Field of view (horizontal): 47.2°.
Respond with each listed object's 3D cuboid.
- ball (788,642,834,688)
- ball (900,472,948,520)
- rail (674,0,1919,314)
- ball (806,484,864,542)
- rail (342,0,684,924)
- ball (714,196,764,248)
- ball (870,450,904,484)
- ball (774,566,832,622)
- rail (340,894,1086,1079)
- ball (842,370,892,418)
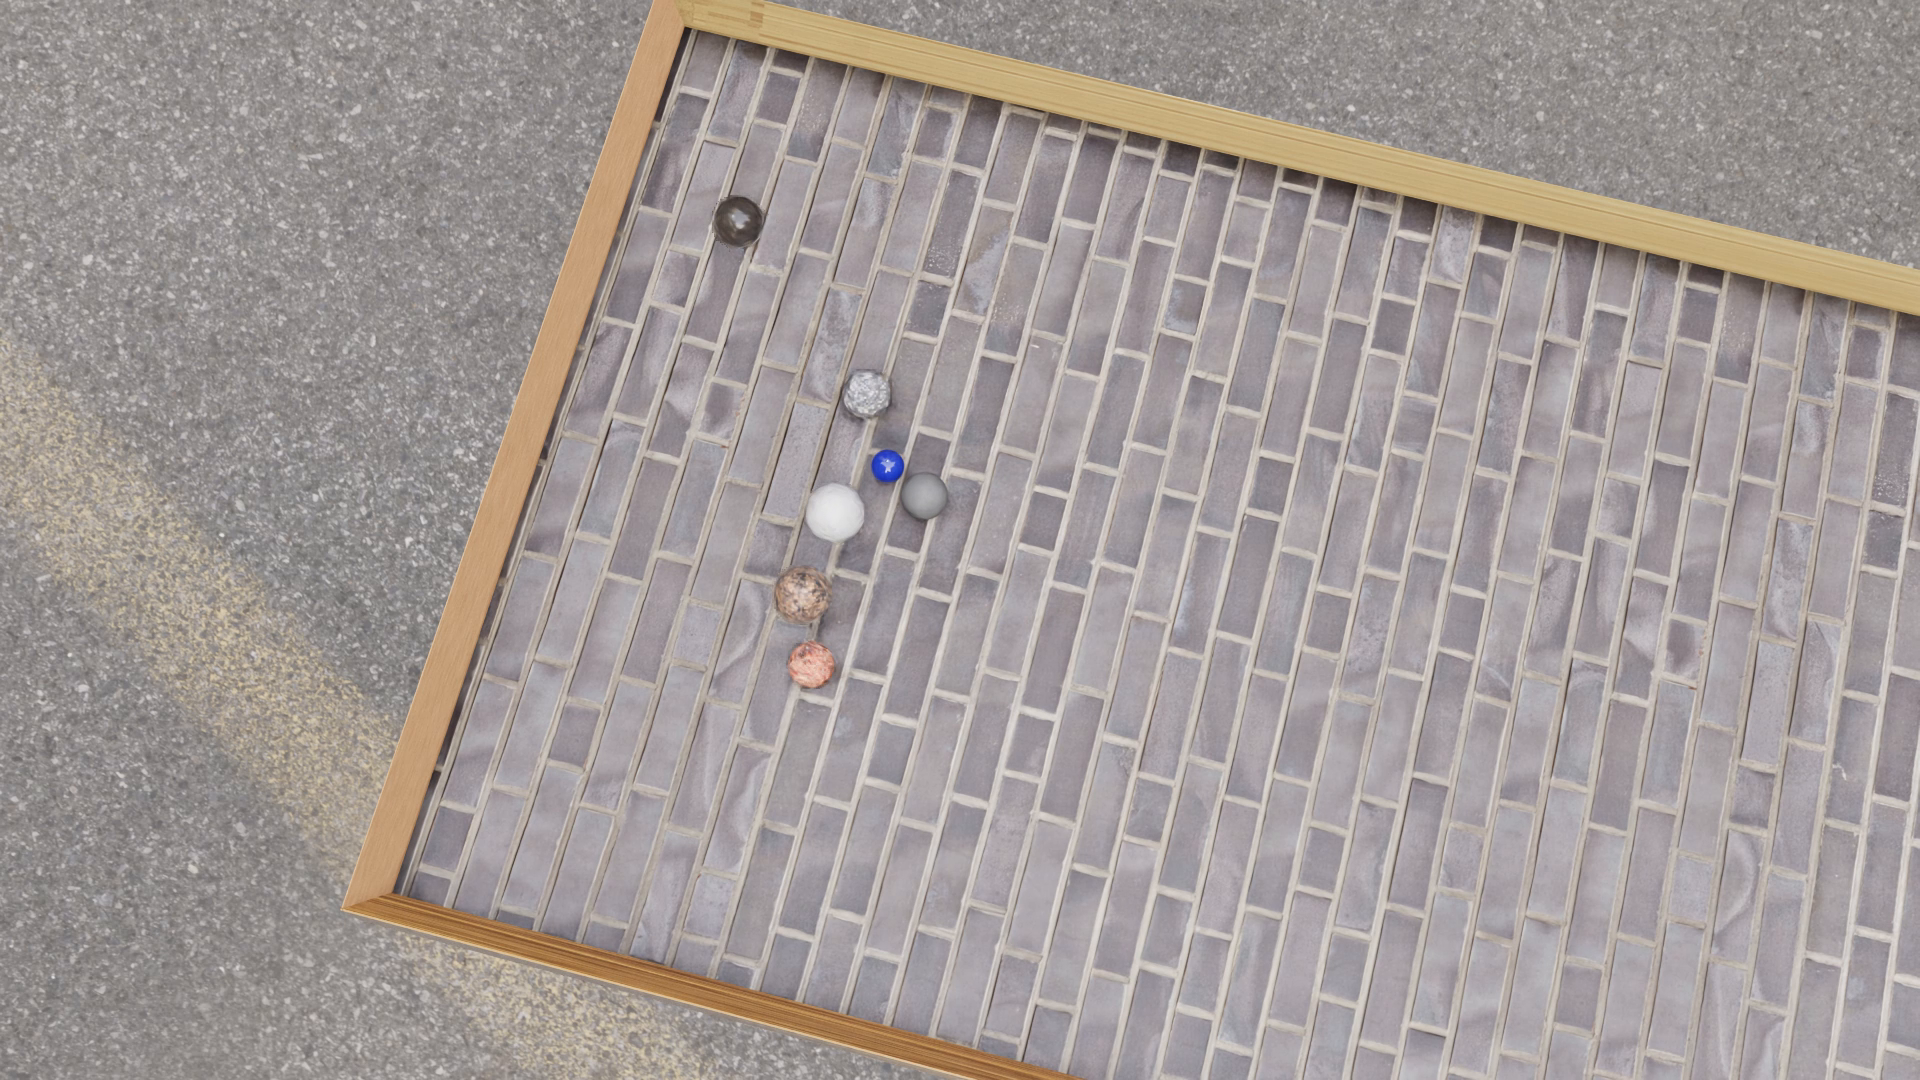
[{"bbox_3d":[-0.225,0.188,3.328,0.069,0.069,0.069,0,73,0],"label":"ball"},{"bbox_3d":[-0.055,-0.068,3.405,0.074,0.074,0.074,0,73,0],"label":"ball"},{"bbox_3d":[0.878,-0.536,3.526,2.833,0.118,0.045,14,73,4],"label":"rail"},{"bbox_3d":[-0.192,-0.042,3.388,0.091,0.091,0.091,0,73,0],"label":"ball"},{"bbox_3d":[-0.662,-0.173,3.413,0.045,0.118,1.566,14,73,4],"label":"rail"},{"bbox_3d":[-0.356,-0.511,3.538,0.083,0.083,0.083,0,73,0],"label":"ball"},{"bbox_3d":[-0.113,-0.115,3.431,0.053,0.053,0.053,0,73,0],"label":"ball"},{"bbox_3d":[-0.239,0.083,3.351,0.087,0.087,0.087,0,73,0],"label":"ball"},{"bbox_3d":[0.492,0.866,3.091,2.833,0.118,0.045,14,73,4],"label":"rail"},{"bbox_3d":[-0.146,-0.229,3.454,0.076,0.076,0.076,0,73,0],"label":"ball"}]
